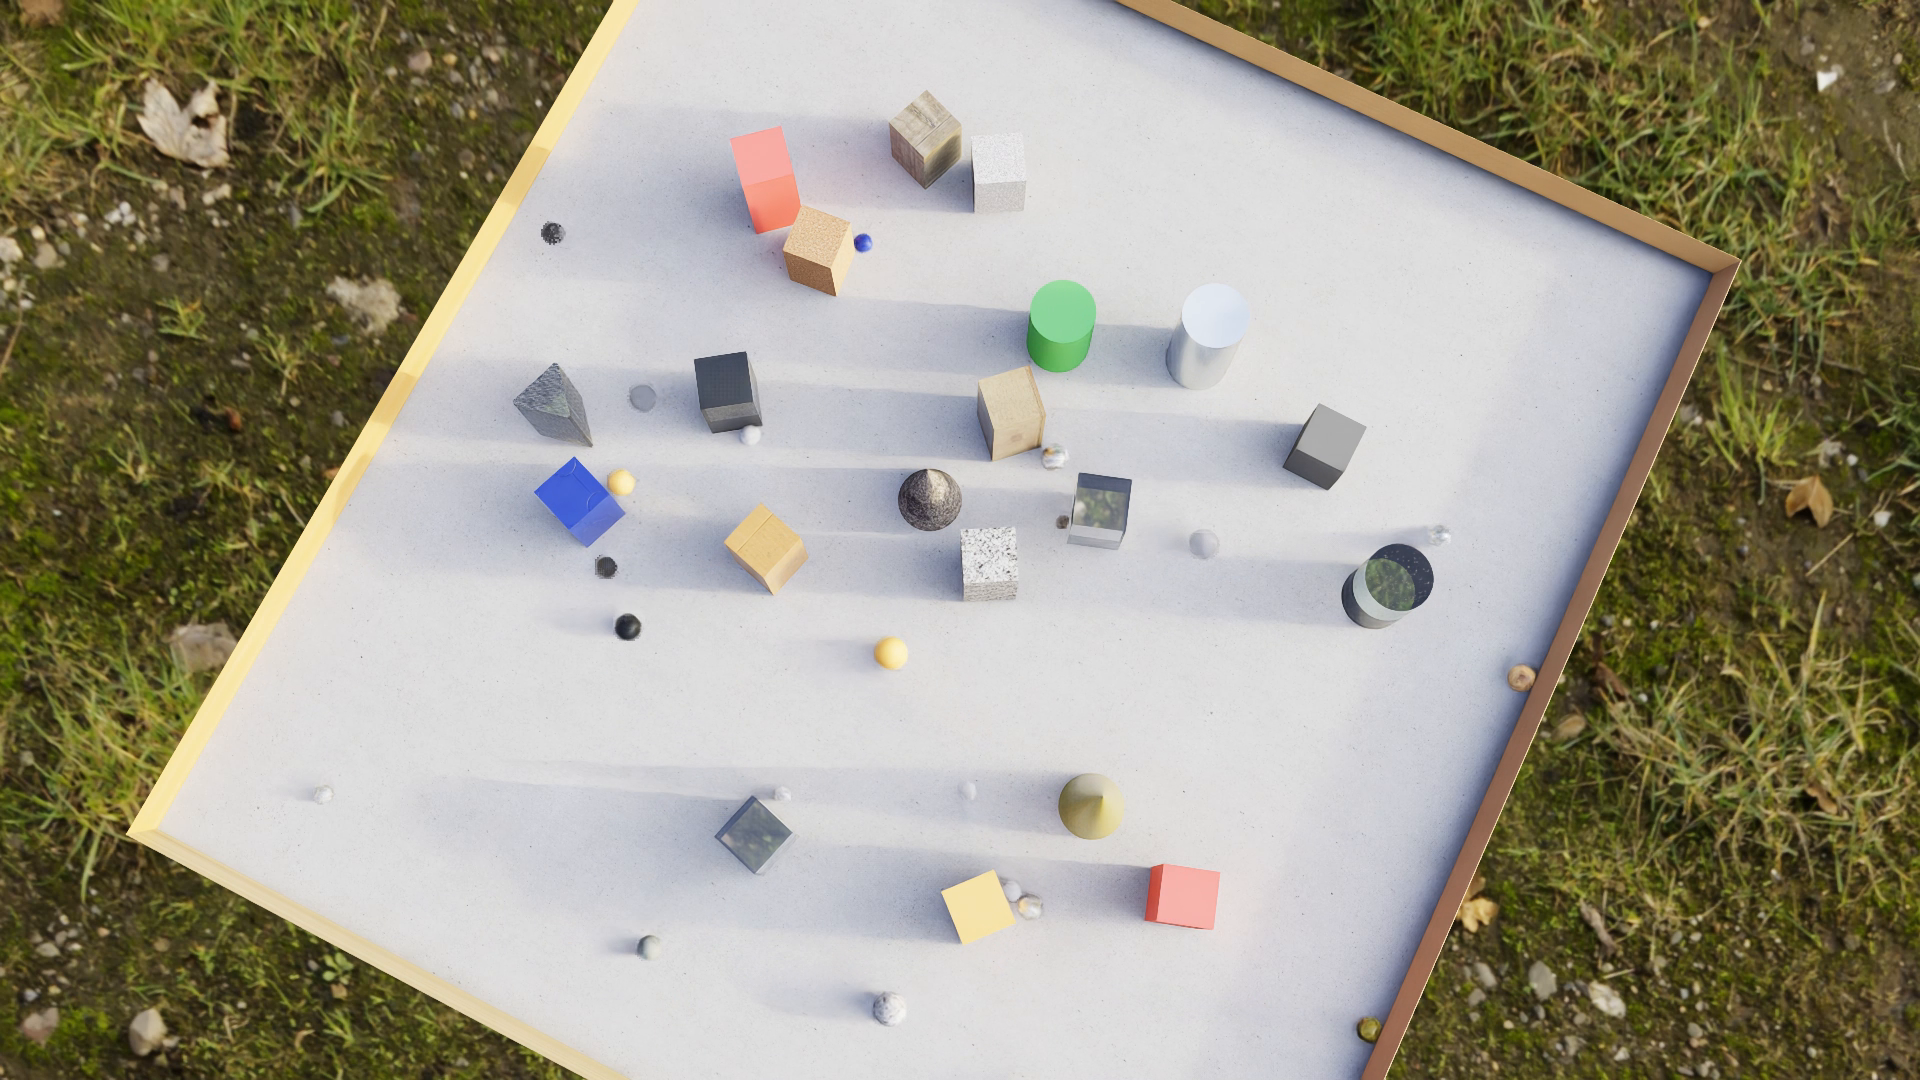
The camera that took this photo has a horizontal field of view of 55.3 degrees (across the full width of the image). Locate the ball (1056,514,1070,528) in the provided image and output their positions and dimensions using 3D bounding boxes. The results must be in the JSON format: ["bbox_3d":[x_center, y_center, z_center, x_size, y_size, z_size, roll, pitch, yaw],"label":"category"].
[{"bbox_3d":[0.315,-0.057,5.607,0.042,0.042,0.042,0,78,0],"label":"ball"}]

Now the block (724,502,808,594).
[{"bbox_3d":[-0.573,0.030,5.457,0.158,0.301,0.158,41,81,8],"label":"block"}]

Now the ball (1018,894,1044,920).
[{"bbox_3d":[0.208,1.071,5.358,0.073,0.073,0.073,0,78,0],"label":"ball"}]

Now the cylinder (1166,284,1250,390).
[{"bbox_3d":[0.742,-0.607,5.522,0.198,0.431,0.198,0,78,0],"label":"cylinder"}]

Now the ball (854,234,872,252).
[{"bbox_3d":[-0.305,-0.937,5.780,0.060,0.060,0.060,0,78,0],"label":"ball"}]

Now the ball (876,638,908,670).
[{"bbox_3d":[-0.204,0.341,5.496,0.097,0.097,0.097,0,78,0],"label":"ball"}]

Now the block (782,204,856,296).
[{"bbox_3d":[-0.434,-0.892,5.668,0.158,0.261,0.158,21,79,4],"label":"block"}]

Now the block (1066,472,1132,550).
[{"bbox_3d":[0.416,-0.083,5.491,0.158,0.279,0.158,8,78,2],"label":"block"}]

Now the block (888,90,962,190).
[{"bbox_3d":[-0.107,-1.252,5.746,0.158,0.255,0.158,-43,81,-8],"label":"block"}]

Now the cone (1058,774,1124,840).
[{"bbox_3d":[0.391,0.747,5.231,0.198,0.452,0.198,0,78,0],"label":"cone"}]

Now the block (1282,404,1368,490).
[{"bbox_3d":[1.103,-0.280,5.553,0.158,0.237,0.158,28,80,5],"label":"block"}]

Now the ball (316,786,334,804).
[{"bbox_3d":[-1.883,0.754,5.433,0.054,0.054,0.054,0,78,0],"label":"ball"}]

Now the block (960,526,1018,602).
[{"bbox_3d":[0.085,0.075,5.438,0.158,0.319,0.158,-3,78,-1],"label":"block"}]

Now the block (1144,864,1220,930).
[{"bbox_3d":[0.632,1.020,5.233,0.158,0.338,0.158,8,78,2],"label":"block"}]

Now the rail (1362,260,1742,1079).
[{"bbox_3d":[1.562,0.771,5.390,0.045,0.128,3.733,26,80,5],"label":"rail"}]

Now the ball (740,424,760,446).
[{"bbox_3d":[-0.646,-0.324,5.652,0.062,0.062,0.062,0,78,0],"label":"ball"}]

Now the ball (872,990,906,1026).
[{"bbox_3d":[-0.204,1.352,5.286,0.099,0.099,0.099,0,78,0],"label":"ball"}]

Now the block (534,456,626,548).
[{"bbox_3d":[-1.139,-0.111,5.504,0.158,0.266,0.158,-43,81,-8],"label":"block"}]

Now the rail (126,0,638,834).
[{"bbox_3d":[-1.562,-0.758,5.707,0.045,0.128,3.733,26,80,5],"label":"rail"}]

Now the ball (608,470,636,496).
[{"bbox_3d":[-1.035,-0.174,5.612,0.080,0.080,0.080,0,78,0],"label":"ball"}]

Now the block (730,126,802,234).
[{"bbox_3d":[-0.590,-1.104,5.648,0.158,0.386,0.158,-15,79,-3],"label":"block"}]

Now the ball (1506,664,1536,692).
[{"bbox_3d":[1.682,0.412,5.489,0.084,0.084,0.084,0,78,0],"label":"ball"}]

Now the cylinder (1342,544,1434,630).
[{"bbox_3d":[1.260,0.141,5.416,0.198,0.335,0.198,0,78,0],"label":"cylinder"}]

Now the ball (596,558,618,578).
[{"bbox_3d":[-1.073,0.083,5.568,0.062,0.062,0.062,0,78,0],"label":"ball"}]

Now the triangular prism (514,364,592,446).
[{"bbox_3d":[-1.202,-0.415,5.525,0.171,0.348,0.148,15,79,3],"label":"triangular prism"}]

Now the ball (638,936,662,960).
[{"bbox_3d":[-0.902,1.187,5.335,0.072,0.072,0.072,0,78,0],"label":"ball"}]

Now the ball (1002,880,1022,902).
[{"bbox_3d":[0.150,1.030,5.373,0.060,0.060,0.060,0,78,0],"label":"ball"}]

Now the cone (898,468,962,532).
[{"bbox_3d":[-0.092,-0.164,5.448,0.198,0.396,0.198,0,78,0],"label":"cone"}]

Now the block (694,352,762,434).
[{"bbox_3d":[-0.702,-0.446,5.569,0.158,0.274,0.158,-9,78,-2],"label":"block"}]

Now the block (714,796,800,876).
[{"bbox_3d":[-0.586,0.859,5.315,0.158,0.243,0.158,42,81,8],"label":"block"}]

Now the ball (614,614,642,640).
[{"bbox_3d":[-1.001,0.261,5.522,0.079,0.079,0.079,0,78,0],"label":"ball"}]

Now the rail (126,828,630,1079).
[{"bbox_3d":[-0.824,1.621,5.215,3.540,0.128,0.045,26,80,5],"label":"rail"}]

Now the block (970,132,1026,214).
[{"bbox_3d":[0.119,-1.145,5.730,0.158,0.243,0.158,-4,78,-1],"label":"block"}]

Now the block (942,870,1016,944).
[{"bbox_3d":[0.052,1.050,5.233,0.158,0.325,0.158,-22,79,-4],"label":"block"}]

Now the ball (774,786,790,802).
[{"bbox_3d":[-0.527,0.754,5.437,0.046,0.046,0.046,0,78,0],"label":"ball"}]

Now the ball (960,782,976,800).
[{"bbox_3d":[0.024,0.745,5.436,0.053,0.053,0.053,0,78,0],"label":"ball"}]

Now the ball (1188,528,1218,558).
[{"bbox_3d":[0.740,0.011,5.567,0.092,0.092,0.092,0,78,0],"label":"ball"}]

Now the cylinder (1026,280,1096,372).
[{"bbox_3d":[0.307,-0.650,5.597,0.198,0.301,0.198,0,78,0],"label":"cylinder"}]

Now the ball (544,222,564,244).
[{"bbox_3d":[-1.280,-0.969,5.785,0.064,0.064,0.064,0,78,0],"label":"ball"}]

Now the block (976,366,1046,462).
[{"bbox_3d":[0.151,-0.376,5.505,0.158,0.372,0.158,-17,79,-3],"label":"block"}]

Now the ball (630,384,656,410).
[{"bbox_3d":[-0.981,-0.439,5.667,0.080,0.080,0.080,0,78,0],"label":"ball"}]

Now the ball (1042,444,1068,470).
[{"bbox_3d":[0.293,-0.255,5.628,0.081,0.081,0.081,0,78,0],"label":"ball"}]

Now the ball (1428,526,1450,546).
[{"bbox_3d":[1.459,-0.012,5.586,0.065,0.065,0.065,0,78,0],"label":"ball"}]

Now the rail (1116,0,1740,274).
[{"bbox_3d":[0.824,-1.607,5.883,3.540,0.128,0.045,26,80,5],"label":"rail"}]

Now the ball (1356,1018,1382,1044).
[{"bbox_3d":[1.180,1.415,5.287,0.073,0.073,0.073,0,78,0],"label":"ball"}]
